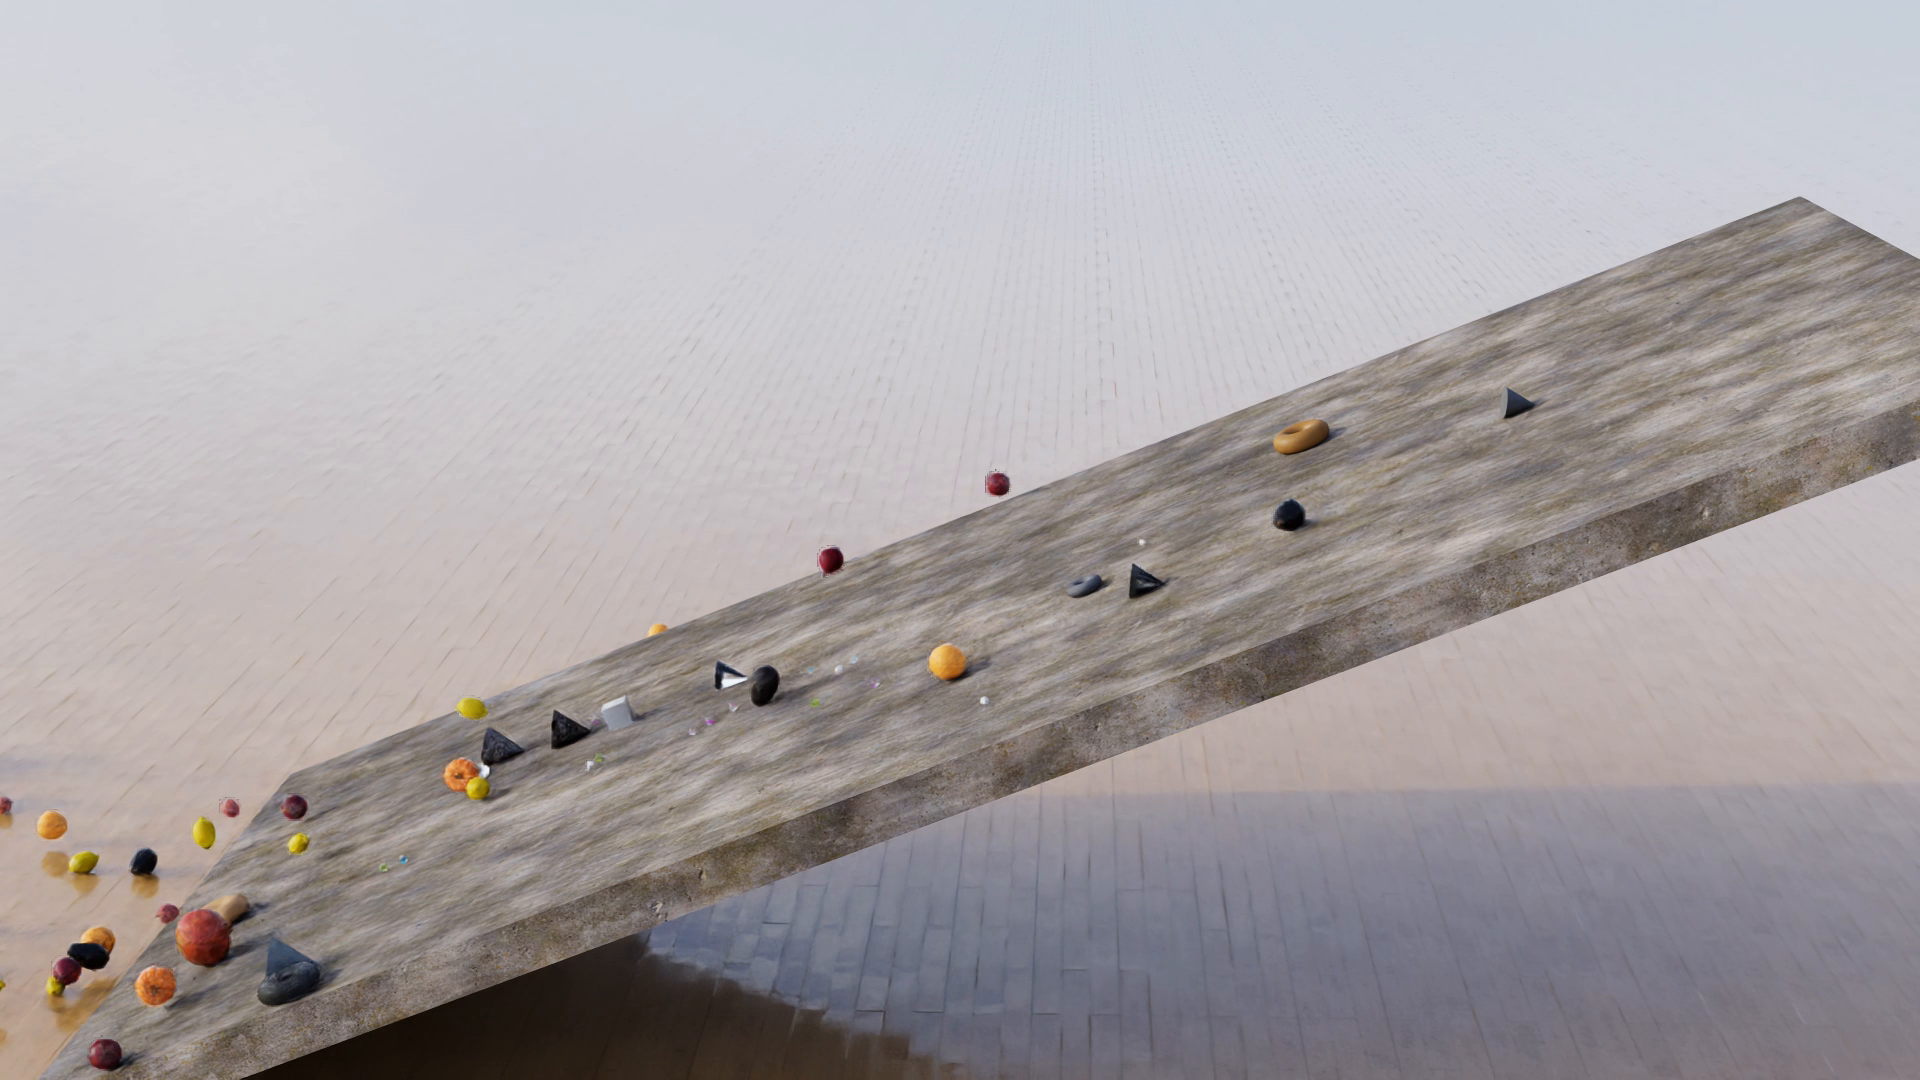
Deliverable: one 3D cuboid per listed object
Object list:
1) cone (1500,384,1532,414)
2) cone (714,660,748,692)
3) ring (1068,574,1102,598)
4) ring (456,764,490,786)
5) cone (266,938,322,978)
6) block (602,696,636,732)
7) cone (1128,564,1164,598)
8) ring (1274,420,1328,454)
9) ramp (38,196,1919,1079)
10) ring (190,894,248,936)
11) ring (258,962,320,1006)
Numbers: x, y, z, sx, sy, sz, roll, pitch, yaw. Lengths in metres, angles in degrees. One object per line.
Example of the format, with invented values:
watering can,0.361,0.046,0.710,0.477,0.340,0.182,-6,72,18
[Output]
cone,1.161,-0.283,6.096,0.067,0.067,0.067,18,15,2
cone,-0.503,0.304,6.530,0.072,0.072,0.072,6,14,4
ring,0.257,0.095,6.089,0.077,0.026,0.077,-23,11,5
ring,-1.099,0.531,6.631,0.080,0.027,0.080,-21,13,5
cone,-1.278,0.816,5.662,0.100,0.100,0.100,4,13,-6
block,-0.764,0.389,6.576,0.055,0.055,0.055,-22,12,3
cone,0.378,0.085,5.899,0.071,0.071,0.071,8,15,5
ring,0.761,-0.231,6.561,0.130,0.043,0.130,-20,13,5
ramp,0.124,0.173,6.290,4.000,0.100,2.000,-21,12,7
ring,-1.584,0.800,6.286,0.134,0.045,0.134,-23,11,5
ring,-1.269,0.839,5.558,0.123,0.041,0.123,-20,13,5
